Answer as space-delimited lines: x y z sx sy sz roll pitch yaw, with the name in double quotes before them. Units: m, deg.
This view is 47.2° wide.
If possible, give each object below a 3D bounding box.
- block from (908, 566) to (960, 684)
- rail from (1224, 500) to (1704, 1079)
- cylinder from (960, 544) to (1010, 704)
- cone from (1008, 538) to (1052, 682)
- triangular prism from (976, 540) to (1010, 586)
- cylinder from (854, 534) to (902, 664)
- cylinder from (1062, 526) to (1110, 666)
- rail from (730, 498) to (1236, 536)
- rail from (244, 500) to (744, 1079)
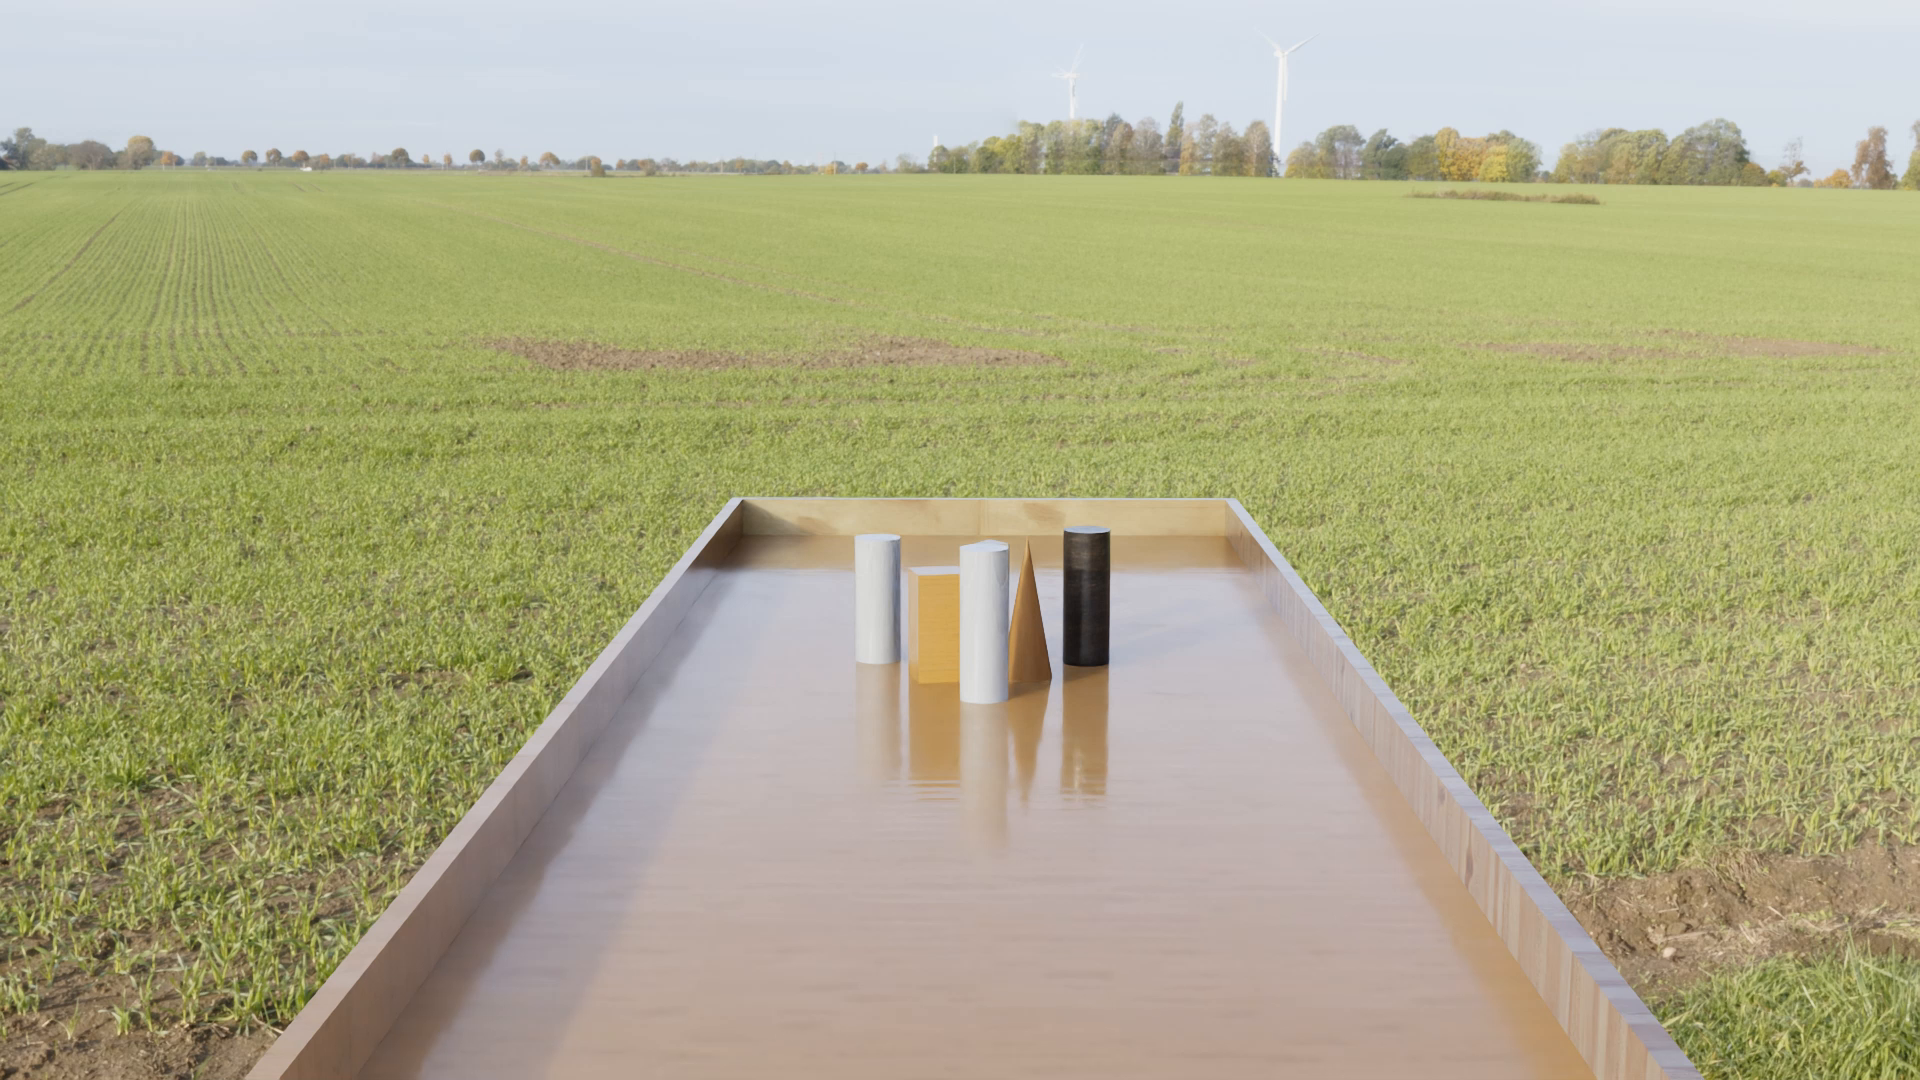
"block" -0.066 0.246 6.439 0.144 0.319 0.144 -2 9 -13
"rail" 1.046 0.843 3.208 0.050 0.150 12.000 0 9 1
"cylinder" 0.068 0.234 6.163 0.139 0.430 0.139 0 9 0
"cone" 0.196 0.194 6.438 0.151 0.422 0.151 0 9 0
"triangular prism" 0.092 0.183 6.704 0.109 0.360 0.094 0 9 -2
"cylinder" -0.249 0.178 6.686 0.141 0.376 0.141 0 9 0
"cylinder" 0.382 0.169 6.644 0.143 0.406 0.143 0 9 0
"rail" 0.099 -0.098 9.147 2.100 0.150 0.050 0 9 1
"rail" -1.004 0.839 3.234 0.050 0.150 12.000 0 9 1
